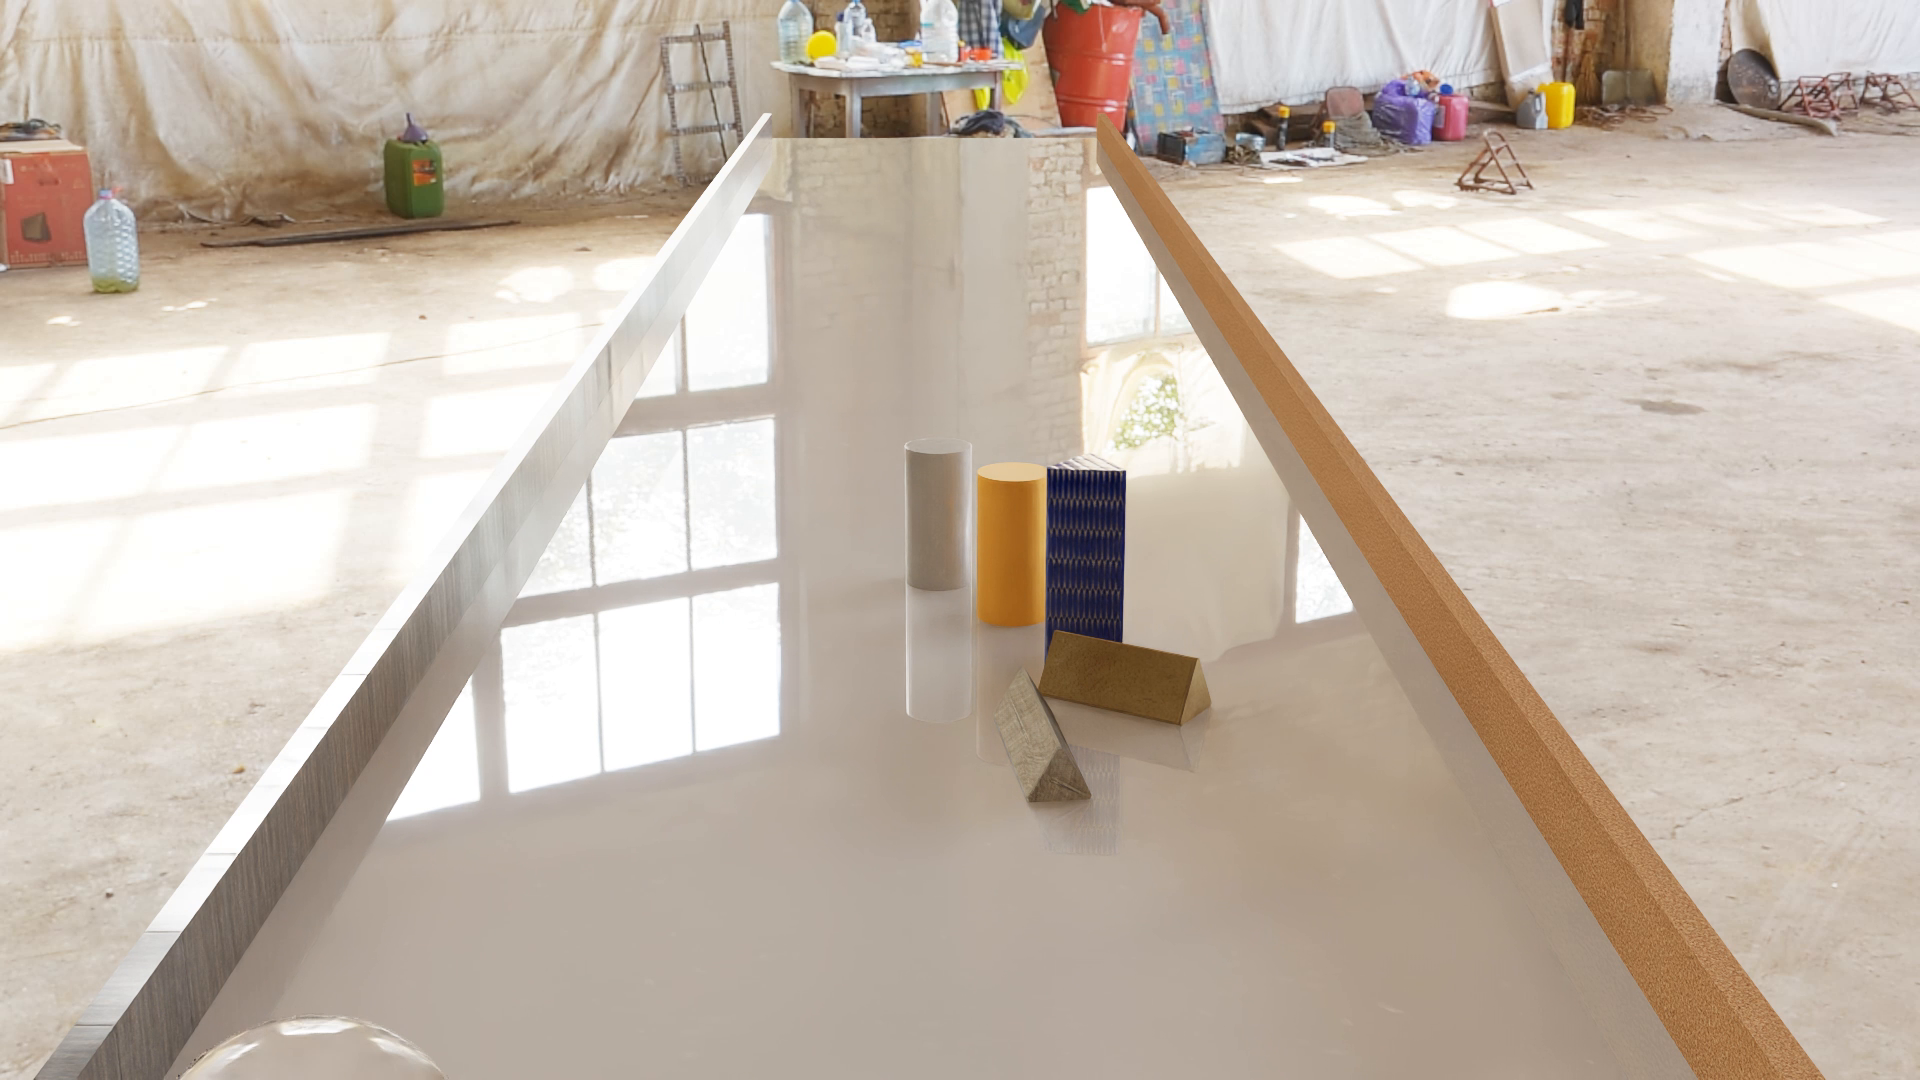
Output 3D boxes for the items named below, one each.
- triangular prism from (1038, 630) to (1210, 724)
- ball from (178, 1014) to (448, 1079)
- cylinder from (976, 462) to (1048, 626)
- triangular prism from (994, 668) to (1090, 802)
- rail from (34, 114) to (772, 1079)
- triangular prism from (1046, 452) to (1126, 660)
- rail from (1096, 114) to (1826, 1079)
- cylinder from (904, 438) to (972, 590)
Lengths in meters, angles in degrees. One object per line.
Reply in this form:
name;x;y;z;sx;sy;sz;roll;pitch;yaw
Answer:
triangular prism;0.313;0.250;4.180;0.306;0.111;0.128;10;19;31
ball;-0.688;0.681;2.320;0.352;0.352;0.352;0;17;0
cylinder;0.113;0.008;4.645;0.155;0.316;0.155;0;17;0
triangular prism;0.143;0.339;3.916;0.108;0.093;0.406;-2;17;-7
rail;-1.118;-0.838;7.780;0.050;0.150;12.000;0;17;-1
triangular prism;0.253;0.039;4.385;0.152;0.406;0.131;2;17;7
rail;0.932;-0.844;7.801;0.050;0.150;12.000;0;17;-1
cylinder;-0.048;-0.058;4.876;0.148;0.311;0.148;0;17;0
